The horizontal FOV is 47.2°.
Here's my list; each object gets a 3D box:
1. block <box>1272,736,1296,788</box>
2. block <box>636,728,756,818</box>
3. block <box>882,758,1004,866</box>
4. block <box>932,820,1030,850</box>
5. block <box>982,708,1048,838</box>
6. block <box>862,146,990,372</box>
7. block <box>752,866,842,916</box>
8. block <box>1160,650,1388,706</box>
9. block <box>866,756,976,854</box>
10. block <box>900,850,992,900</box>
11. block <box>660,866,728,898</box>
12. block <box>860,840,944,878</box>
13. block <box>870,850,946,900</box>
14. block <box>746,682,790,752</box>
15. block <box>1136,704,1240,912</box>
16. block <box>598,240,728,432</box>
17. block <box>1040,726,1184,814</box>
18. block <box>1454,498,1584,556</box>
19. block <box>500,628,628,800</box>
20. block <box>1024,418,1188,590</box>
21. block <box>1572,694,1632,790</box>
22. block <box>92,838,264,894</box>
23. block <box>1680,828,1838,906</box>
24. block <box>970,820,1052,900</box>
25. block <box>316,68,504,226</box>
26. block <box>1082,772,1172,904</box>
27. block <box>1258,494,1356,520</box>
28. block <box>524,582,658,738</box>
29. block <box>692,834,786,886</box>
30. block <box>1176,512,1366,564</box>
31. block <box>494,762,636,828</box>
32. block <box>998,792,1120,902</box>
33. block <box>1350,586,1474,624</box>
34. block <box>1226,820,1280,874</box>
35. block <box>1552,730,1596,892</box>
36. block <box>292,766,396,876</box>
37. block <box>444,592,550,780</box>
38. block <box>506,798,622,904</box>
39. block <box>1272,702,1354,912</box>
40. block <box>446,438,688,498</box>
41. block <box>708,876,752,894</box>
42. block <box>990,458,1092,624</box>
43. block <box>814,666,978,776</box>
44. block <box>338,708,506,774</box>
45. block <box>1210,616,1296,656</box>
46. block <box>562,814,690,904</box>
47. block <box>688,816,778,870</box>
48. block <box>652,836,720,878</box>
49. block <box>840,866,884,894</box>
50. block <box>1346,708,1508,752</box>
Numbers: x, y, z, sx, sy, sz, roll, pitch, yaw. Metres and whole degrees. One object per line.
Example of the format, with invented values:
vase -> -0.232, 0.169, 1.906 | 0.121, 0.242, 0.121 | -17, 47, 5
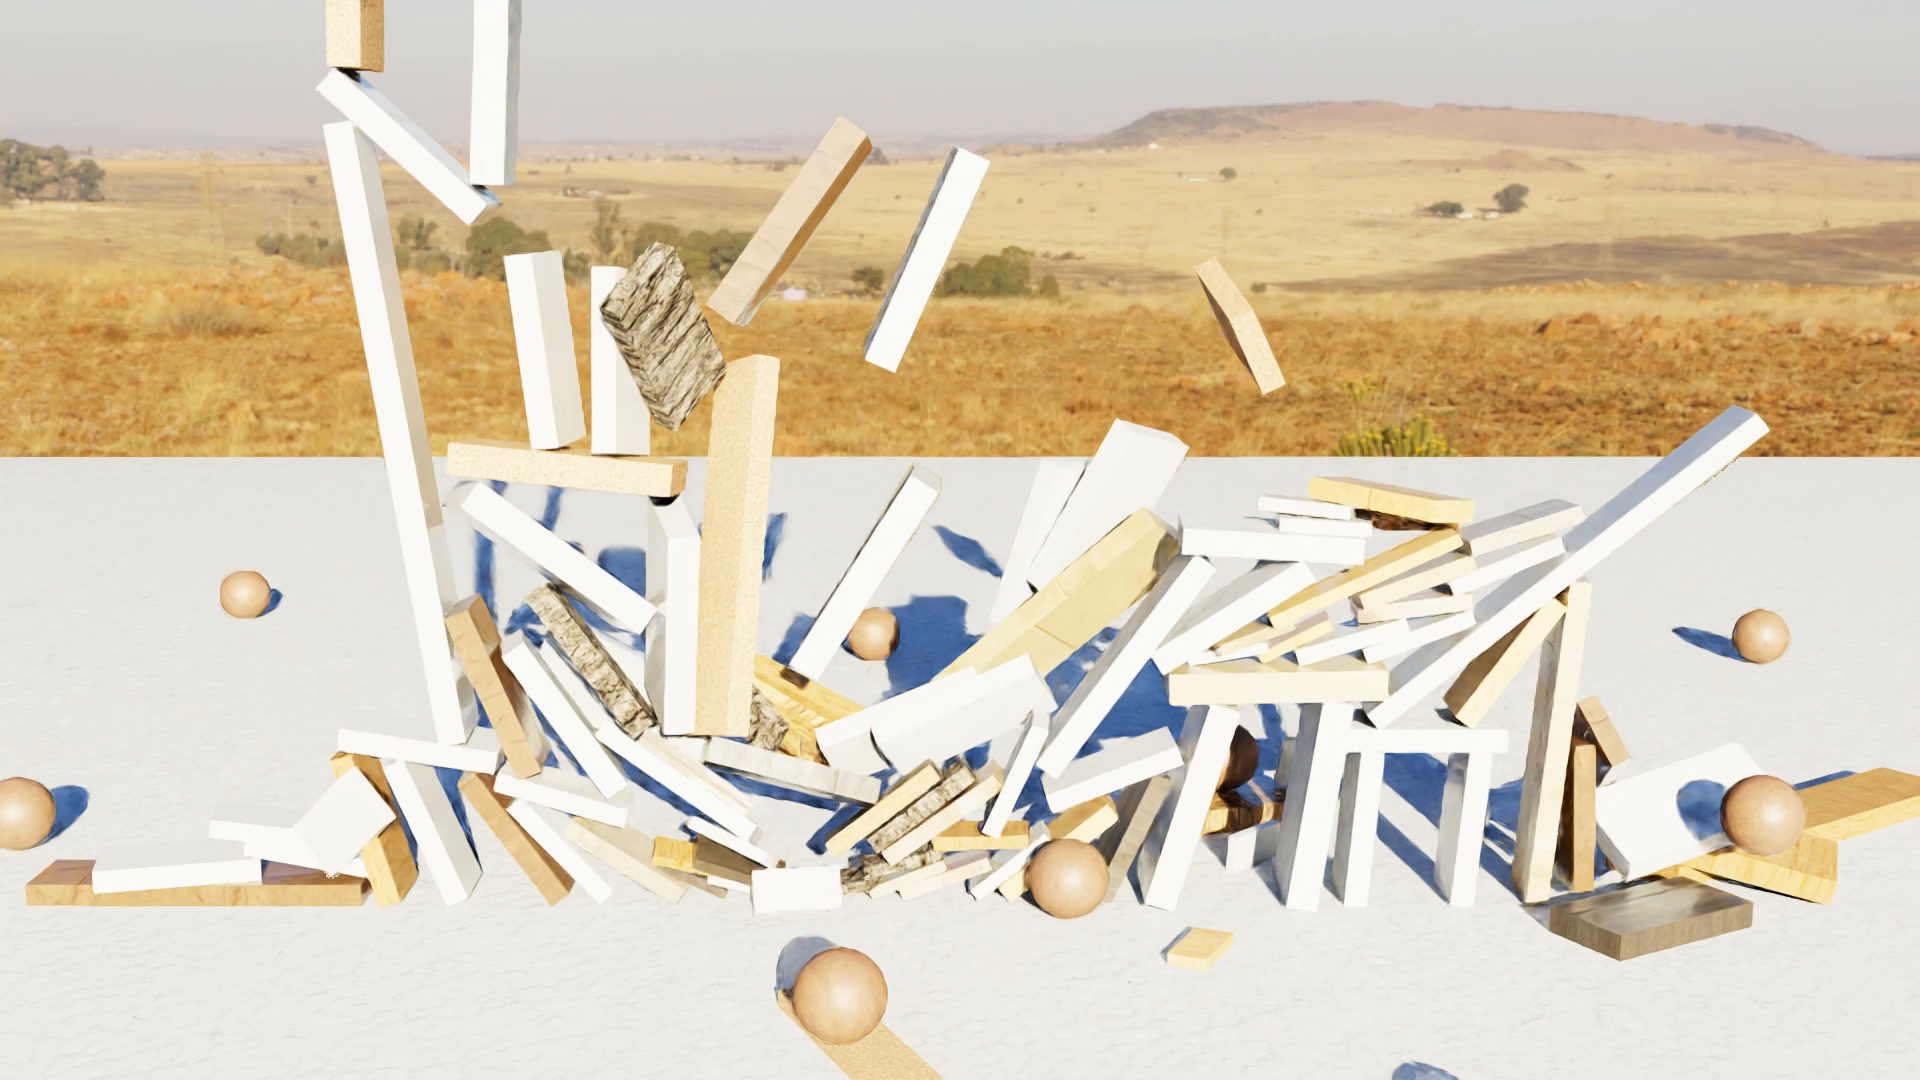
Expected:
block -> 0.619, 0.412, 4.082 | 0.056, 0.112, 0.016 | 2, 34, -7
block -> -0.430, 0.382, 3.596 | 0.212, 0.030, 0.106 | 35, -10, 0
block -> -0.027, 0.446, 3.613 | 0.225, 0.028, 0.100 | -35, 7, 8
block -> 0.035, 0.489, 3.644 | 0.156, 0.022, 0.078 | -2, 12, 4
block -> 0.092, 0.383, 3.615 | 0.028, 0.200, 0.100 | 24, 12, -3
block -> -0.057, -0.450, 3.506 | 0.051, 0.358, 0.179 | 24, 9, -8
block -> -0.266, 0.571, 3.582 | 0.142, 0.071, 0.020 | -2, -27, -10
block -> 0.511, 0.220, 3.600 | 0.349, 0.049, 0.175 | -1, 11, 1
block -> -0.064, 0.434, 3.614 | 0.200, 0.028, 0.100 | -37, 4, 1
block -> -0.025, 0.553, 3.665 | 0.156, 0.022, 0.078 | -20, 10, 3
block -> -0.441, 0.553, 3.658 | 0.119, 0.017, 0.059 | 26, 14, -10
block -> -0.096, 0.528, 3.641 | 0.133, 0.019, 0.067 | -12, 10, -6
block -> -0.087, 0.555, 3.659 | 0.133, 0.019, 0.067 | -22, 10, 3
block -> -0.364, 0.277, 3.705 | 0.025, 0.090, 0.179 | -29, 69, -39
block -> 0.375, 0.419, 3.638 | 0.049, 0.349, 0.175 | 17, 10, -3
block -> -0.469, -0.321, 3.493 | 0.041, 0.292, 0.146 | 23, 63, 27
block -> 0.249, 0.379, 3.638 | 0.228, 0.032, 0.114 | -21, 12, 1
block -> 0.895, -0.021, 3.547 | 0.193, 0.027, 0.096 | -17, 11, -7
block -> -0.650, 0.284, 3.608 | 0.041, 0.289, 0.144 | -35, 13, -6
block -> 0.247, -0.047, 3.694 | 0.156, 0.312, 0.044 | 11, 25, -48
block -> 1.058, 0.345, 3.672 | 0.034, 0.118, 0.237 | -24, -20, -1
block -> -1.294, 0.537, 3.652 | 0.259, 0.037, 0.130 | -3, 11, -14
block -> 1.314, 0.519, 3.721 | 0.317, 0.045, 0.158 | 15, 22, 18
block -> 0.084, 0.533, 3.662 | 0.156, 0.022, 0.078 | -38, 10, 5
block -> -0.856, -0.613, 3.435 | 0.303, 0.043, 0.152 | 42, 6, -8
block -> 0.277, 0.480, 3.660 | 0.032, 0.228, 0.114 | 24, 7, -10
block -> 0.559, -0.054, 3.533 | 0.147, 0.021, 0.073 | 7, 7, 17
block -> -0.605, 0.198, 3.631 | 0.041, 0.289, 0.144 | -38, 0, -4
block -> -0.363, 0.536, 3.627 | 0.159, 0.020, 0.071 | 20, 24, -16
block -> 0.498, -0.003, 3.542 | 0.285, 0.040, 0.143 | 4, 11, 1
block -> -0.650, 0.415, 3.631 | 0.219, 0.031, 0.109 | 17, 8, -3
block -> 0.160, 0.505, 3.669 | 0.228, 0.032, 0.114 | -38, 10, 5
block -> 0.732, 0.102, 3.575 | 0.184, 0.026, 0.092 | -7, 10, 2
block -> 0.509, 0.530, 3.814 | 0.018, 0.063, 0.127 | 16, 18, 41
block -> 1.016, 0.448, 3.656 | 0.035, 0.246, 0.123 | -2, 8, -4
block -> -0.993, 0.455, 3.542 | 0.207, 0.104, 0.029 | -40, -1, 41
block -> -0.756, 0.238, 3.603 | 0.041, 0.289, 0.144 | -22, 11, 0
block -> -0.655, 0.500, 3.652 | 0.031, 0.219, 0.109 | -43, 7, 6
block -> 0.582, 0.417, 3.637 | 0.049, 0.349, 0.175 | 8, 10, -1
block -> -0.624, -0.117, 3.517 | 0.351, 0.050, 0.175 | 6, 5, 0
block -> -0.359, 0.562, 3.658 | 0.119, 0.017, 0.059 | 14, 20, -7
block -> 0.159, 0.009, 3.743 | 0.149, 0.297, 0.042 | 1, 23, -46
block -> -0.088, 0.312, 3.686 | 0.283, 0.040, 0.142 | -22, -33, 1
block -> -0.880, 0.331, 3.619 | 0.255, 0.036, 0.127 | 9, 10, -3
block -> 0.470, 0.151, 3.552 | 0.129, 0.018, 0.064 | -20, 12, -7
block -> -0.546, 0.521, 3.665 | 0.219, 0.031, 0.109 | 31, 13, 1
block -> -0.369, 0.495, 3.586 | 0.142, 0.020, 0.071 | 24, -12, 16
block -> -0.447, 0.524, 3.634 | 0.119, 0.017, 0.059 | 13, 25, -8
block -> -0.200, 0.567, 3.655 | 0.133, 0.019, 0.067 | -8, 13, 21
block -> 0.756, 0.313, 3.618 | 0.261, 0.037, 0.131 | 0, 11, 1
